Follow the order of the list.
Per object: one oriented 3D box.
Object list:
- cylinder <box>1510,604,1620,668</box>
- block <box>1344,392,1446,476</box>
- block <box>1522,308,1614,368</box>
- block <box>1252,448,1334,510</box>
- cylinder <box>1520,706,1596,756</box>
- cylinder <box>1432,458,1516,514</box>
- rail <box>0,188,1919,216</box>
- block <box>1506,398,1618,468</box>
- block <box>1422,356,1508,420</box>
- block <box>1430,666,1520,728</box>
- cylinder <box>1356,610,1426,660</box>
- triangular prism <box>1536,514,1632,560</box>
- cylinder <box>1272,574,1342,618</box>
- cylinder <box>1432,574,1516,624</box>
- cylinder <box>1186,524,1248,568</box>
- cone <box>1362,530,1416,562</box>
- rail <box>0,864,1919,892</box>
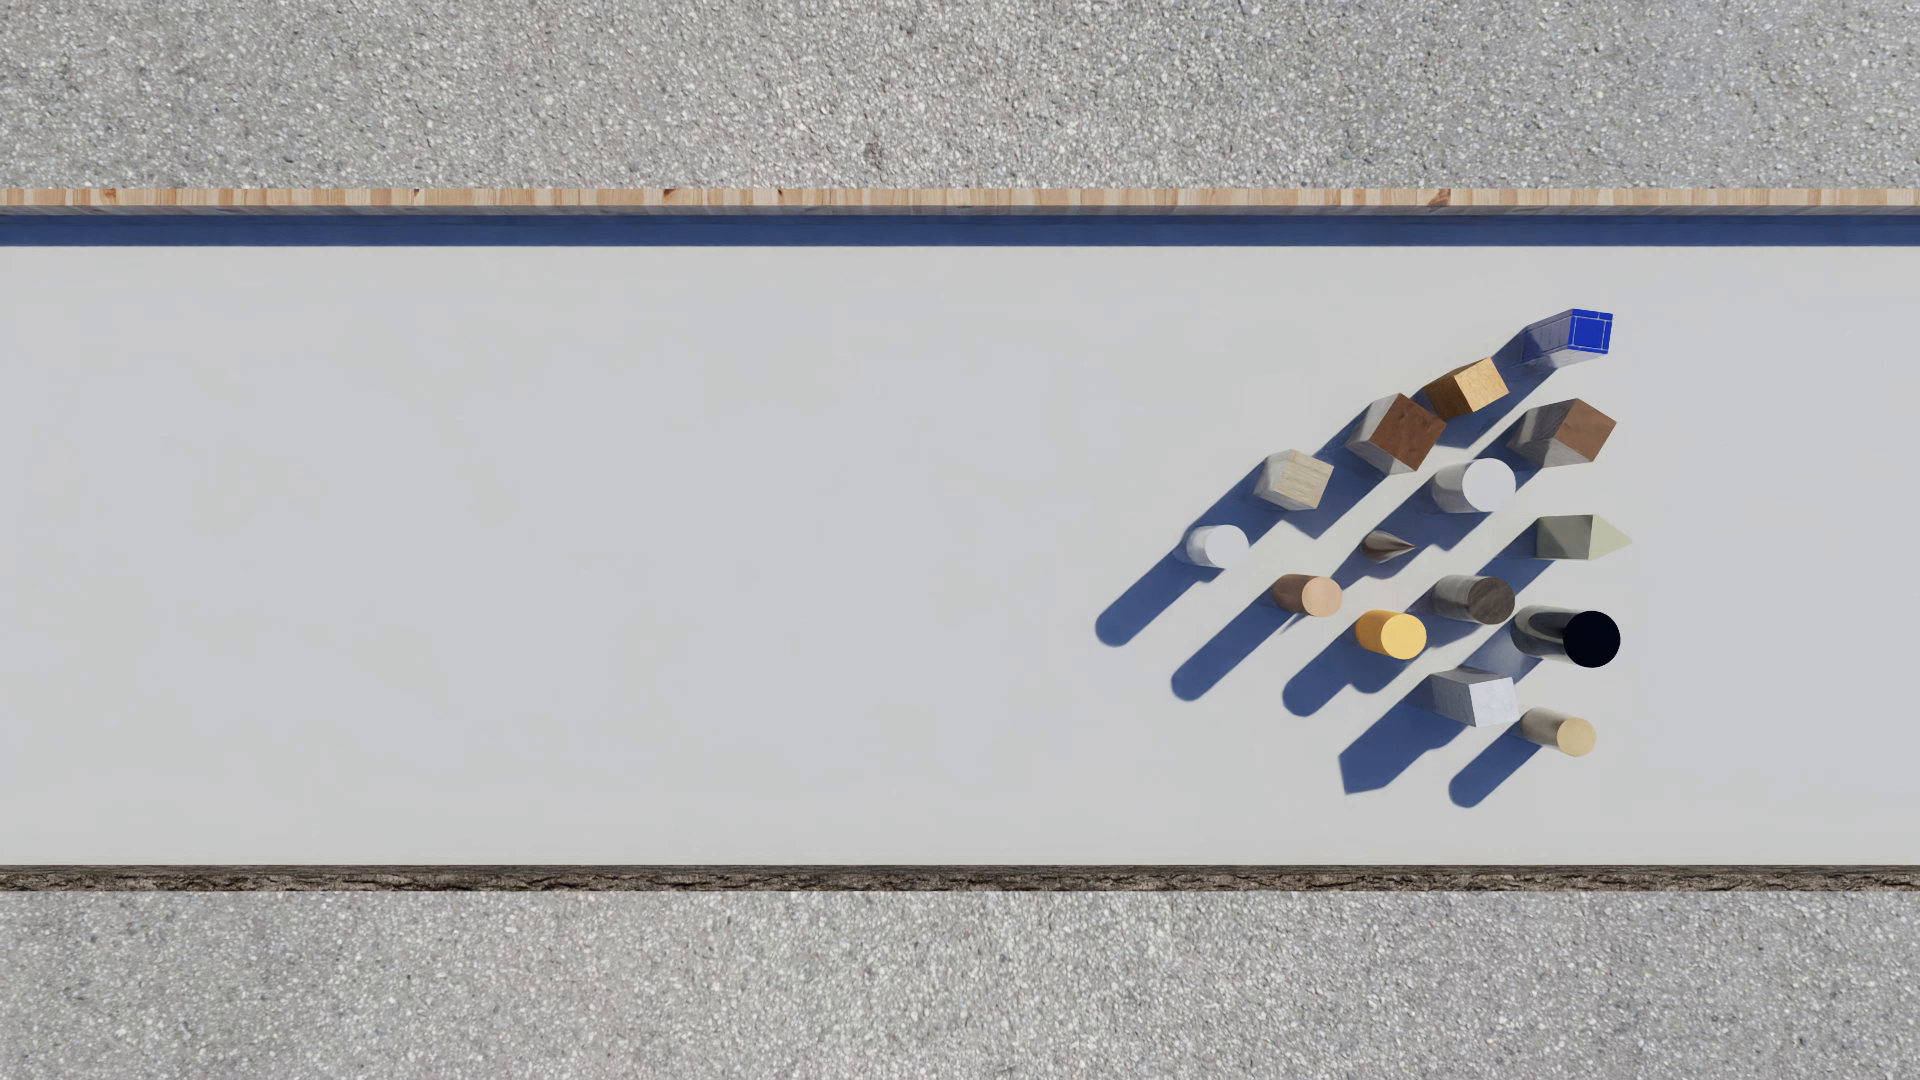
[{"bbox_3d":[1.775,0.279,4.855,0.162,0.443,0.162,0,90,0],"label":"cylinder"},{"bbox_3d":[1.295,-0.312,4.921,0.165,0.310,0.165,33,90,0],"label":"block"},{"bbox_3d":[1.793,-0.594,4.884,0.117,0.386,0.117,8,90,0],"label":"block"},{"bbox_3d":[0.986,-0.176,4.900,0.131,0.353,0.131,23,90,0],"label":"block"},{"bbox_3d":[1.783,0.570,4.923,0.114,0.307,0.114,0,90,0],"label":"cylinder"},{"bbox_3d":[1.528,-0.159,4.919,0.155,0.315,0.155,0,90,0],"label":"cylinder"},{"bbox_3d":[-2.247,-1.025,5.002,12.000,0.150,0.050,0,90,0],"label":"rail"},{"bbox_3d":[1.772,-0.312,4.875,0.133,0.403,0.133,32,90,0],"label":"block"},{"bbox_3d":[1.503,-0.448,4.914,0.118,0.325,0.118,-29,90,0],"label":"block"},{"bbox_3d":[1.518,0.462,4.882,0.125,0.389,0.125,-10,90,0],"label":"block"},{"bbox_3d":[1.282,0.279,4.921,0.131,0.311,0.131,0,90,0],"label":"cylinder"},{"bbox_3d":[1.811,-0.022,4.862,0.134,0.430,0.116,-24,90,0],"label":"triangular prism"},{"bbox_3d":[1.020,0.161,4.860,0.115,0.432,0.115,0,90,0],"label":"cylinder"},{"bbox_3d":[1.520,0.174,4.897,0.137,0.358,0.137,0,90,0],"label":"cylinder"},{"bbox_3d":[0.759,0.019,4.883,0.124,0.386,0.124,0,90,0],"label":"cylinder"},{"bbox_3d":[1.289,0.020,4.862,0.101,0.428,0.101,0,90,0],"label":"cone"},{"bbox_3d":[-2.247,1.025,5.001,12.000,0.150,0.050,0,90,0],"label":"rail"}]
